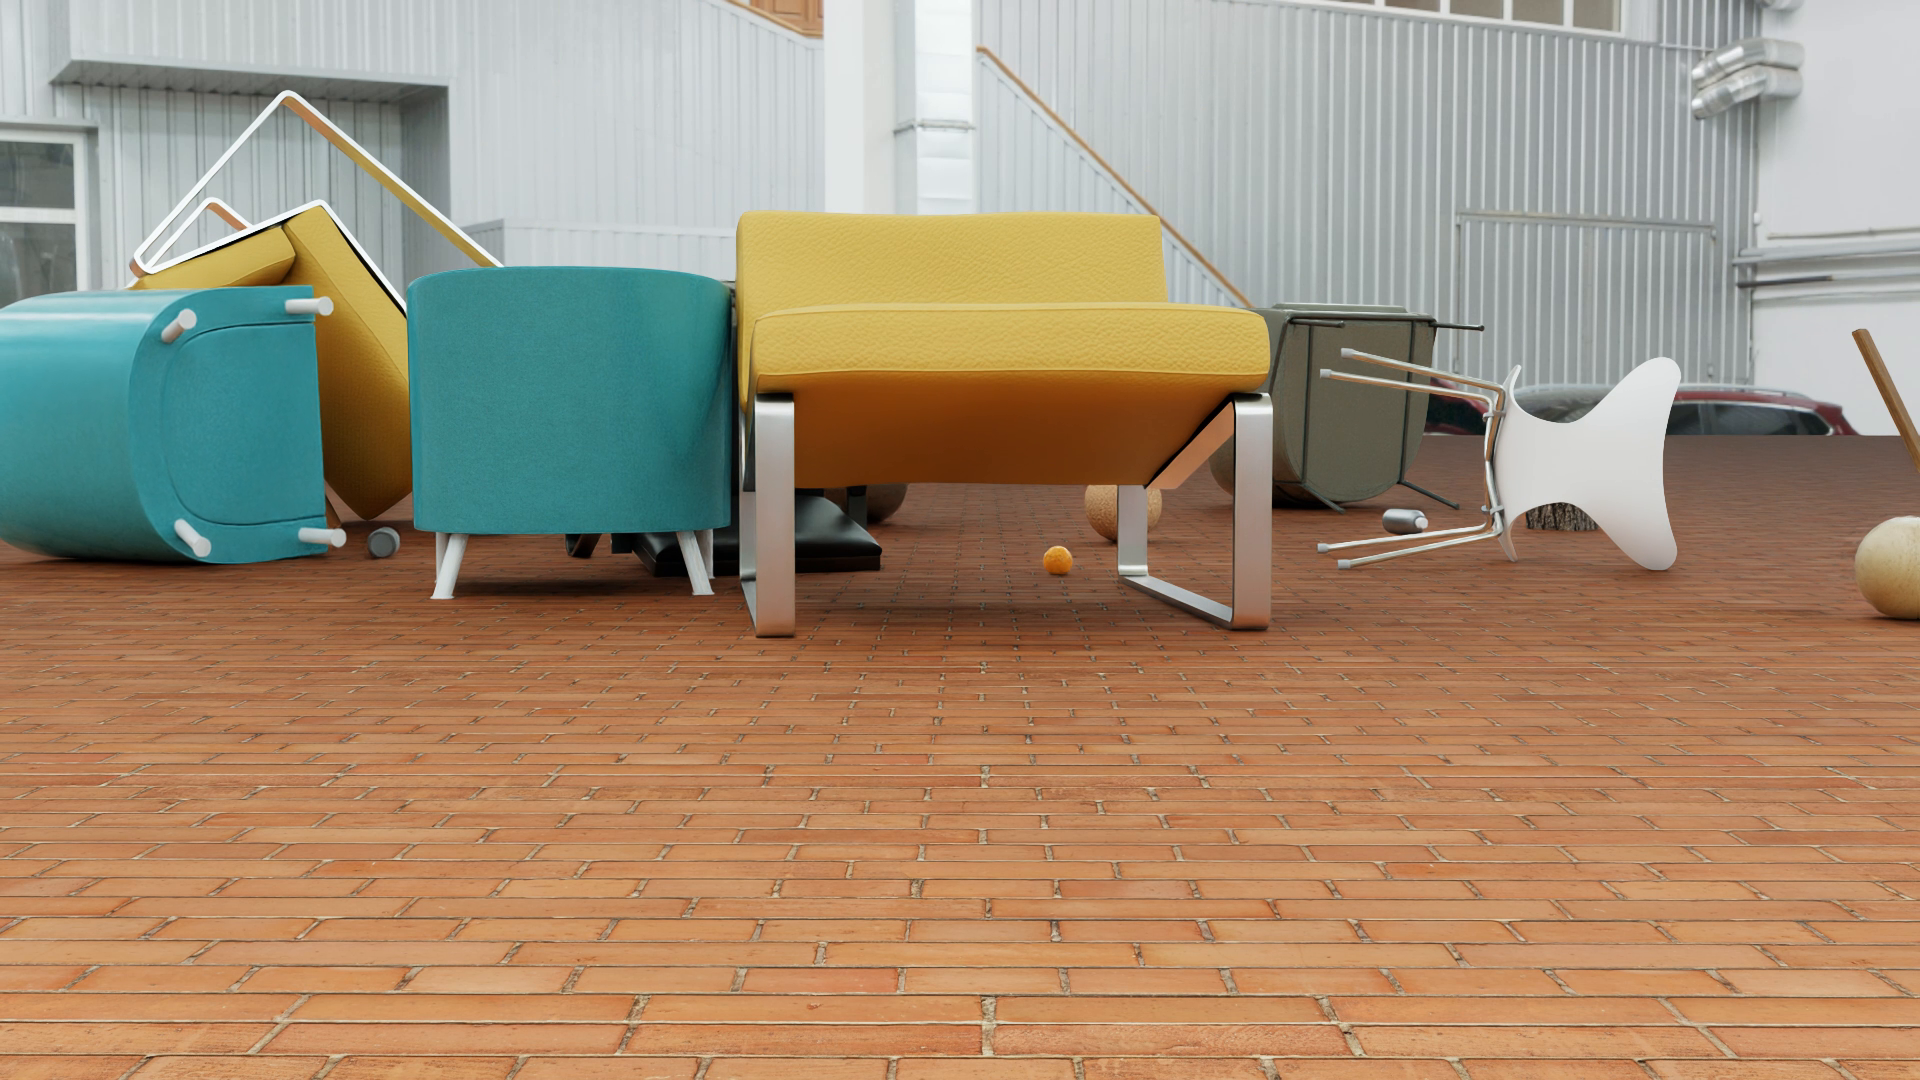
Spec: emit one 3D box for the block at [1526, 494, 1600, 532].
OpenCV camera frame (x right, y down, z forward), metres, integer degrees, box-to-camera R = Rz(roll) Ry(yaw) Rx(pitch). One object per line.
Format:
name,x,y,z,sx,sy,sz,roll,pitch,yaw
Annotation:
block,1.936,-0.091,7.065,0.174,0.110,0.163,4,5,42

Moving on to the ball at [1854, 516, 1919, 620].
ball,1.847,0.055,4.276,0.202,0.202,0.202,0,4,0

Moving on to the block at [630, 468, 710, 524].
block,-0.968,-0.148,7.344,0.211,0.118,0.121,-22,-8,30

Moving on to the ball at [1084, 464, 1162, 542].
ball,0.478,-0.107,6.439,0.228,0.228,0.228,0,4,0
